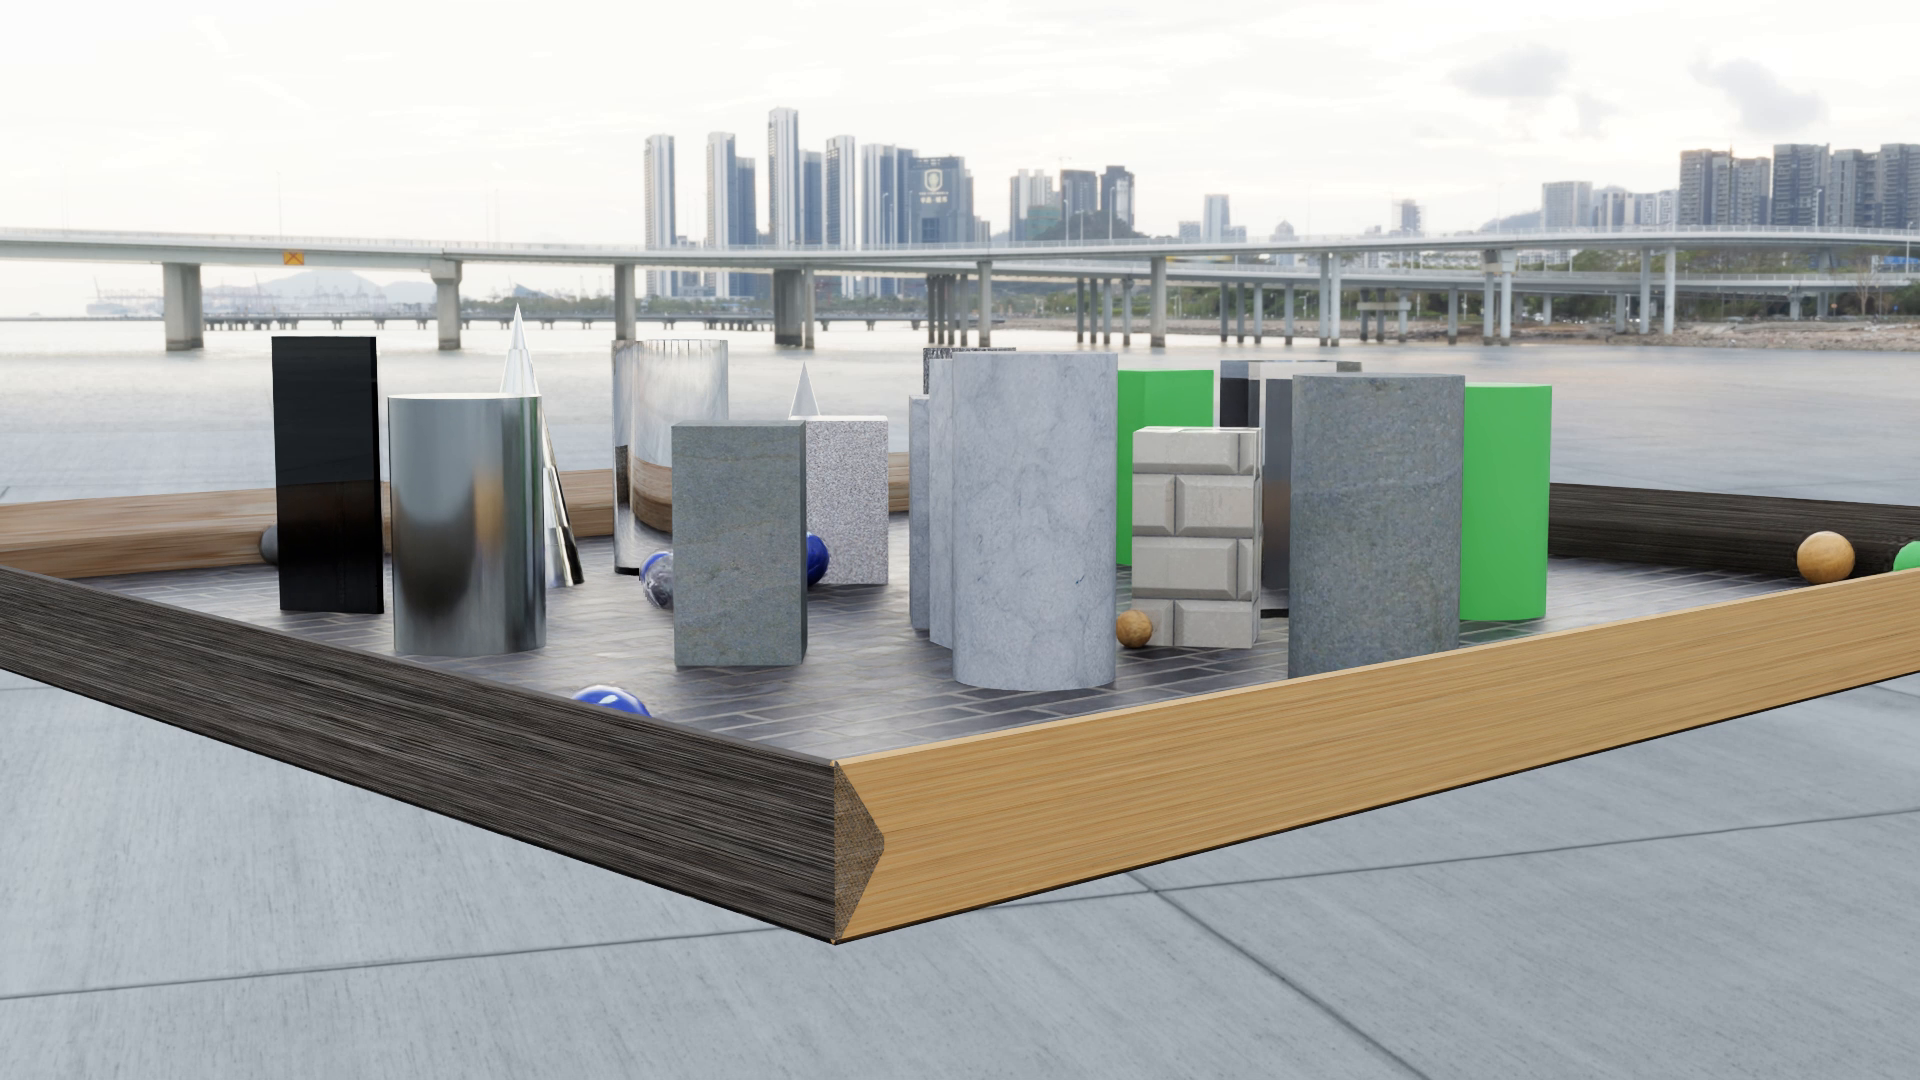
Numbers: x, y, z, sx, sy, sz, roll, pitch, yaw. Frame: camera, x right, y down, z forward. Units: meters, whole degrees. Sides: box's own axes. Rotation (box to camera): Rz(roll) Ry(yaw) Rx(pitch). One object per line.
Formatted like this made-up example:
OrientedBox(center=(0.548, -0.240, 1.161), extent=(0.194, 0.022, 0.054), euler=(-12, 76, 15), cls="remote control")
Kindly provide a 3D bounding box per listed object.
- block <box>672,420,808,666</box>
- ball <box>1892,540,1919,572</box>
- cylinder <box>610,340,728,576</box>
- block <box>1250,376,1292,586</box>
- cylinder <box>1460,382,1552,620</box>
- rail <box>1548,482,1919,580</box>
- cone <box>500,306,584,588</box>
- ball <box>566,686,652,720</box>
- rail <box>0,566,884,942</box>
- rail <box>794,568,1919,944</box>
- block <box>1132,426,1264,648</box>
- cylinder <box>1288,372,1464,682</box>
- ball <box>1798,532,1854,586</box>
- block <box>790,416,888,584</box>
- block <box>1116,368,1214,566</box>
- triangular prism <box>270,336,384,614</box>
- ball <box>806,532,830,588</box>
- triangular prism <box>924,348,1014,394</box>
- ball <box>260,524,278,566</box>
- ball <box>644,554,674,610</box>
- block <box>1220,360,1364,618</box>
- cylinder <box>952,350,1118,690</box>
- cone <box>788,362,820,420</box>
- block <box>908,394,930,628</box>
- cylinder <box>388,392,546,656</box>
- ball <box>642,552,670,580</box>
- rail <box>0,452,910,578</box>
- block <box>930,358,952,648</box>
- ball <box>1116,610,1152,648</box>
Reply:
OrientedBox(center=(-0.282, 0.000, 2.837), extent=(0.160, 0.302, 0.160), euler=(0, 6, -1), cls="block")
OrientedBox(center=(1.514, 0.043, 3.457), extent=(0.089, 0.089, 0.089), euler=(0, 6, 0), cls="ball")
OrientedBox(center=(-0.496, -0.145, 3.774), extent=(0.200, 0.396, 0.200), euler=(0, 6, 0), cls="cylinder")
OrientedBox(center=(0.590, -0.100, 3.624), extent=(0.160, 0.337, 0.160), euler=(5, 8, 42), cls="block")
OrientedBox(center=(0.770, -0.062, 3.258), extent=(0.200, 0.337, 0.200), euler=(0, 6, 0), cls="cylinder")
OrientedBox(center=(0.927, -0.055, 4.183), extent=(0.045, 0.130, 2.527), euler=(-5, 8, -42), cls="rail")
OrientedBox(center=(-0.720, -0.159, 3.601), extent=(0.200, 0.459, 0.200), euler=(0, 6, 0), cls="cone")
OrientedBox(center=(-0.331, 0.185, 2.034), extent=(0.100, 0.100, 0.100), euler=(0, 6, 0), cls="ball")
OrientedBox(center=(-0.927, 0.122, 2.481), extent=(0.045, 0.130, 2.527), euler=(-5, 8, -42), cls="rail")
OrientedBox(center=(0.841, 0.128, 2.426), extent=(2.570, 0.130, 0.045), euler=(-5, 8, -42), cls="rail")
OrientedBox(center=(0.324, -0.008, 2.993), extent=(0.160, 0.285, 0.160), euler=(1, 6, 12), cls="block")
OrientedBox(center=(0.491, -0.010, 2.601), extent=(0.200, 0.370, 0.200), euler=(0, 6, 0), cls="cylinder")
OrientedBox(center=(1.407, 0.030, 3.573), extent=(0.087, 0.087, 0.087), euler=(0, 6, 0), cls="ball")
OrientedBox(center=(-0.201, -0.070, 3.672), extent=(0.160, 0.267, 0.160), euler=(0, 6, -3), cls="block")
OrientedBox(center=(0.338, -0.134, 3.928), extent=(0.160, 0.341, 0.160), euler=(-4, 7, -35), cls="block")
OrientedBox(center=(-0.914, -0.104, 3.317), extent=(0.173, 0.408, 0.150), euler=(2, 6, 17), cls="triangular prism")
OrientedBox(center=(-0.257, 0.032, 3.535), extent=(0.093, 0.093, 0.093), euler=(0, 6, 0), cls="ball")
OrientedBox(center=(0.050, -0.145, 3.840), extent=(0.173, 0.381, 0.150), euler=(5, 7, 37), cls="triangular prism")
OrientedBox(center=(-1.187, 0.008, 3.853), extent=(0.076, 0.076, 0.076), euler=(0, 6, 0), cls="ball")
OrientedBox(center=(-0.429, 0.063, 3.283), extent=(0.083, 0.083, 0.083), euler=(0, 6, 0), cls="ball")
OrientedBox(center=(0.489, -0.080, 3.270), extent=(0.160, 0.371, 0.160), euler=(-1, 6, -14), cls="block")
OrientedBox(center=(0.090, -0.029, 2.668), extent=(0.200, 0.395, 0.200), euler=(0, 6, 0), cls="cylinder")
OrientedBox(center=(-0.280, -0.147, 3.979), extent=(0.200, 0.357, 0.200), euler=(0, 6, 0), cls="cone")
OrientedBox(center=(0.009, -0.045, 3.162), extent=(0.160, 0.323, 0.160), euler=(0, 6, -3), cls="block")
OrientedBox(center=(-0.654, -0.025, 2.925), extent=(0.200, 0.333, 0.200), euler=(0, 6, 0), cls="cylinder")
OrientedBox(center=(-0.472, 0.051, 3.485), extent=(0.066, 0.066, 0.066), euler=(0, 6, 0), cls="ball")
OrientedBox(center=(-0.841, -0.061, 4.238), extent=(2.570, 0.130, 0.045), euler=(-5, 8, -42), cls="rail")
OrientedBox(center=(0.063, -0.048, 2.916), extent=(0.160, 0.381, 0.160), euler=(-2, 6, -22), cls="block")
OrientedBox(center=(0.230, 0.118, 2.914), extent=(0.051, 0.051, 0.051), euler=(0, 6, 0), cls="ball")
